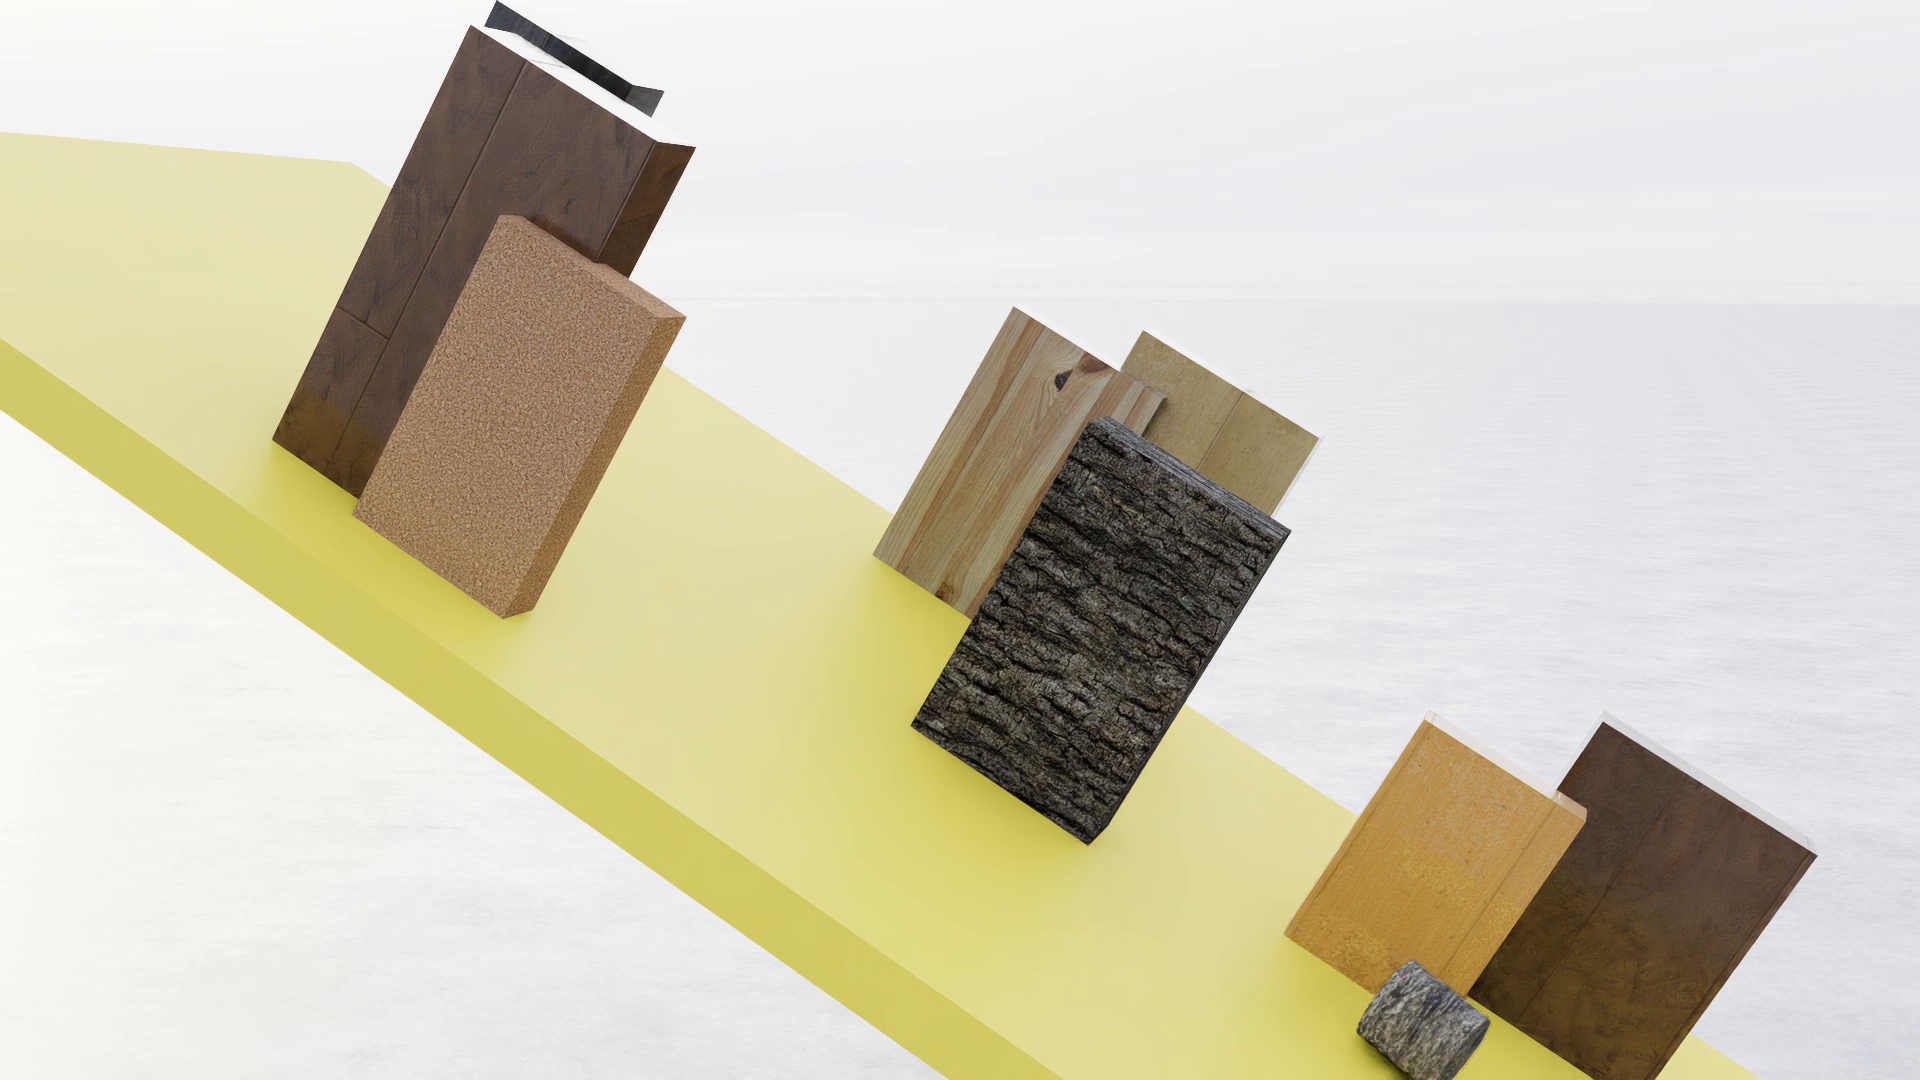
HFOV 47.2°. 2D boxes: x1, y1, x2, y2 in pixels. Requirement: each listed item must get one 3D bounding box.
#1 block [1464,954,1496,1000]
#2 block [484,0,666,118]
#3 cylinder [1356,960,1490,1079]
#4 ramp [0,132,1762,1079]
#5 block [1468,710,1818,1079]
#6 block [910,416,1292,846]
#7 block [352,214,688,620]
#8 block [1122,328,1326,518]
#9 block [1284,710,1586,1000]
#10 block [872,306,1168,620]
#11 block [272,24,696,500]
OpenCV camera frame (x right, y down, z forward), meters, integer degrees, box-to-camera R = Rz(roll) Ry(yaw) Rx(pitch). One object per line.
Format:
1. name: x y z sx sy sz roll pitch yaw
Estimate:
1. block: 0.908 0.775 4.119 0.140 0.140 0.140 33 15 11
2. block: -0.821 -0.502 3.773 0.285 0.775 0.125 33 15 11
3. cylinder: 0.777 0.818 3.691 0.156 0.156 0.156 38 26 27
4. ramp: -0.176 0.289 4.124 4.000 0.100 2.000 33 15 11
5. block: 1.245 0.693 4.152 0.443 0.588 0.117 33 15 11
6. block: 0.246 0.159 3.895 0.384 0.642 0.150 33 15 11
7. block: -0.694 -0.192 3.443 0.306 0.545 0.100 33 15 11
8. block: 0.399 -0.029 4.670 0.429 0.716 0.102 33 15 11
9. block: 0.846 0.594 3.931 0.323 0.476 0.094 33 15 11
10. block: 0.127 -0.135 4.684 0.372 0.623 0.089 33 15 11
11. block: -0.772 -0.393 3.538 0.364 0.759 0.146 33 15 11
